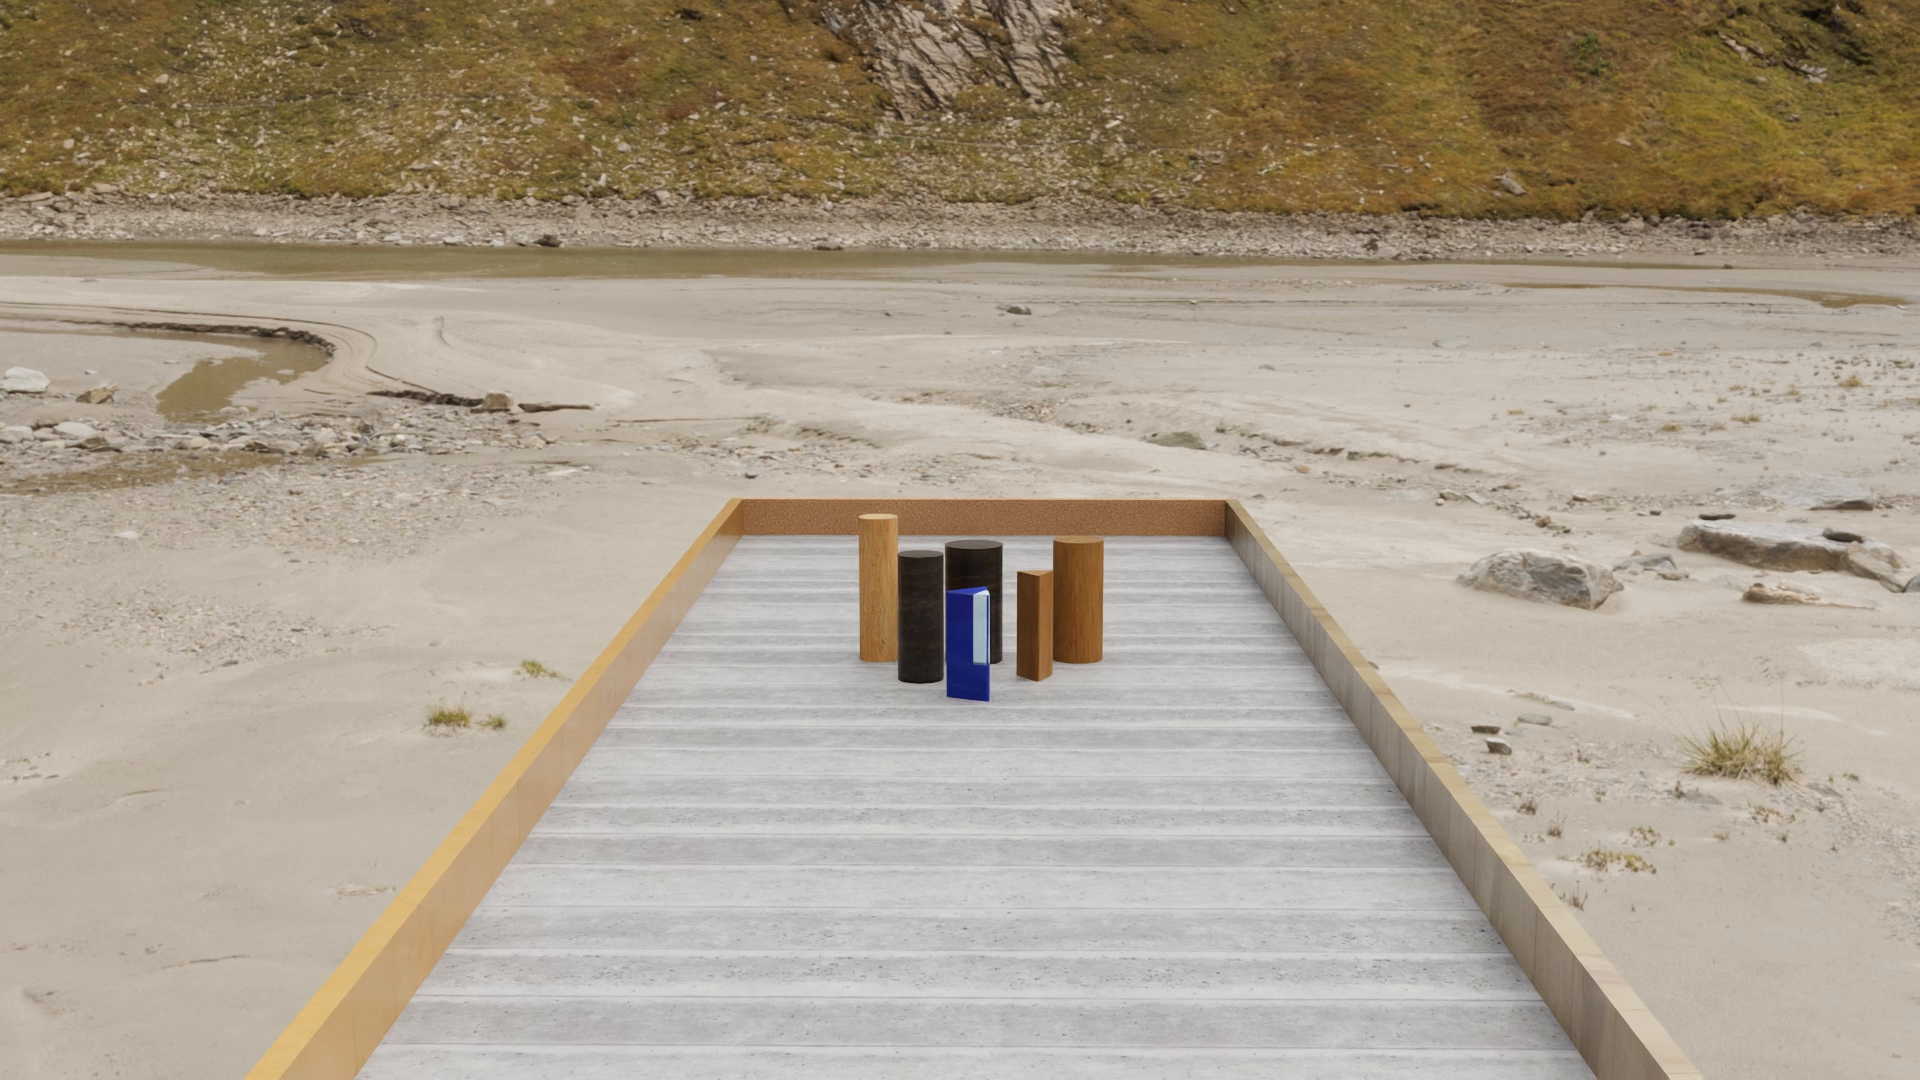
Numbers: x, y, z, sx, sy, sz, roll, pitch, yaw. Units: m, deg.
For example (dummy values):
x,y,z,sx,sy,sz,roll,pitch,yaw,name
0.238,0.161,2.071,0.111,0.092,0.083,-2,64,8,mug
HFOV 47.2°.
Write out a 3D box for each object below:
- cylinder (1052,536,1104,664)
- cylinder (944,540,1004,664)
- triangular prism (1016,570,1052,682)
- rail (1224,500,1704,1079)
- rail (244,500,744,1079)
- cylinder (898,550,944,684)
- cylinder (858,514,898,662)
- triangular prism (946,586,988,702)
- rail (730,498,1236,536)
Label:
x,y,z,sx,sy,sz,roll,pitch,yaw,name
0.359,0.180,6.696,0.153,0.369,0.153,0,9,0,cylinder
0.042,0.189,6.683,0.178,0.356,0.178,0,9,0,cylinder
0.235,0.247,6.449,0.091,0.313,0.105,-6,11,-34,triangular prism
1.046,0.843,3.208,0.050,0.150,12.000,0,9,1,rail
-1.004,0.839,3.234,0.050,0.150,12.000,0,9,1,rail
-0.115,0.223,6.417,0.135,0.371,0.135,0,9,0,cylinder
-0.247,0.145,6.693,0.120,0.438,0.120,0,9,0,cylinder
0.046,0.290,6.213,0.133,0.303,0.115,4,10,26,triangular prism
0.099,-0.098,9.147,2.100,0.150,0.050,0,9,1,rail
